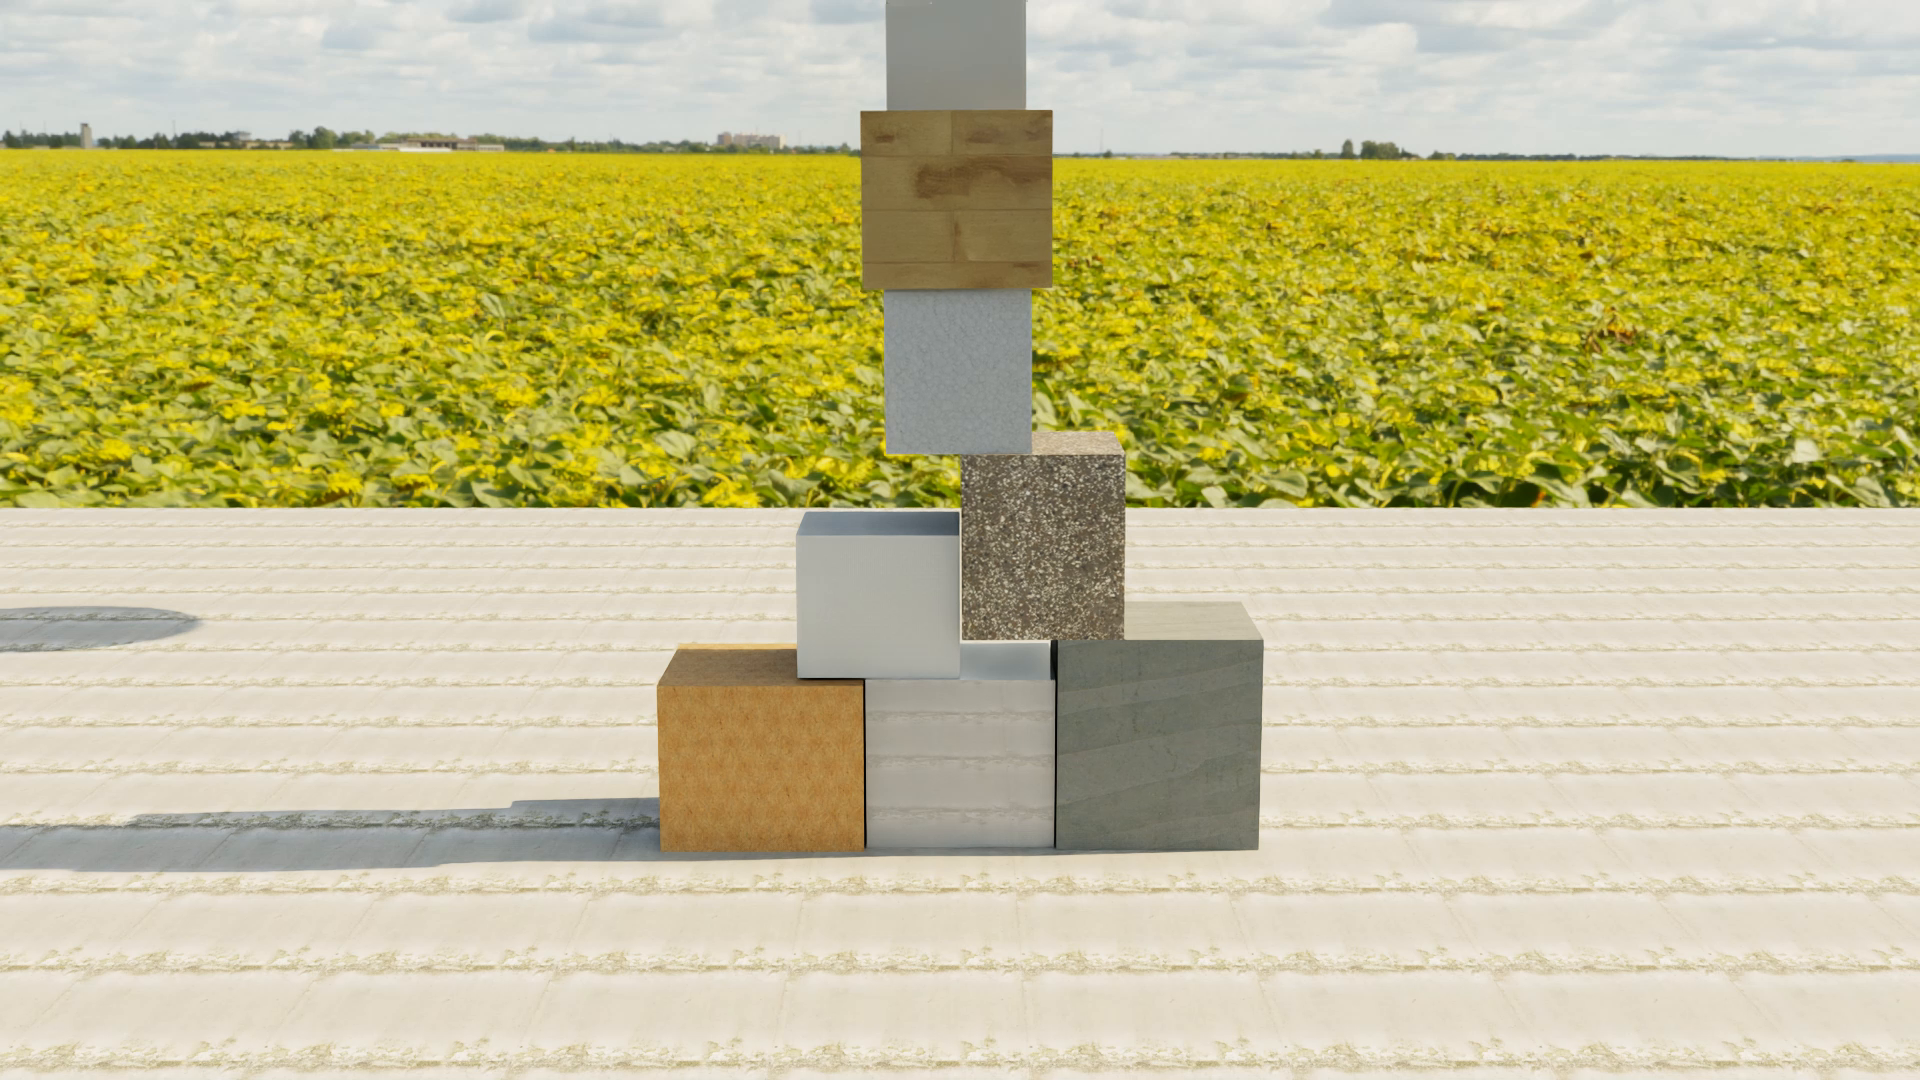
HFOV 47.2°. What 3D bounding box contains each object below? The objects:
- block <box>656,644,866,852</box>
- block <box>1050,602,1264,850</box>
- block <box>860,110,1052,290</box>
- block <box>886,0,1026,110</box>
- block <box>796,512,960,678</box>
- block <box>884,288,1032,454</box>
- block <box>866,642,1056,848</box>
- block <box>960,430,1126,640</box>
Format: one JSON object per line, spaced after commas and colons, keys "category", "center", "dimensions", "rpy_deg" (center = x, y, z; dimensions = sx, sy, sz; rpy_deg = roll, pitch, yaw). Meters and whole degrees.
{"category": "block", "center": [-0.988, 1.055, 11.383], "dimensions": [1.018, 0.851, 0.942], "rpy_deg": [0, 10, 0]}
{"category": "block", "center": [0.990, 0.941, 11.370], "dimensions": [1.014, 1.081, 0.913], "rpy_deg": [0, 10, 0]}
{"category": "block", "center": [-0.014, -1.696, 10.887], "dimensions": [0.907, 0.836, 0.945], "rpy_deg": [0, 10, 0]}
{"category": "block", "center": [-0.018, -2.371, 10.746], "dimensions": [0.666, 0.543, 0.609], "rpy_deg": [0, 10, 0]}
{"category": "block", "center": [-0.405, 0.268, 11.232], "dimensions": [0.808, 0.720, 0.717], "rpy_deg": [0, 10, 0]}
{"category": "block", "center": [-0.009, -0.889, 11.037], "dimensions": [0.713, 0.806, 0.856], "rpy_deg": [0, 10, 0]}
{"category": "block", "center": [0.002, 1.048, 11.380], "dimensions": [0.942, 0.867, 0.822], "rpy_deg": [0, 10, 0]}
{"category": "block", "center": [0.406, -0.038, 11.166], "dimensions": [0.800, 0.920, 0.867], "rpy_deg": [0, 10, 0]}
